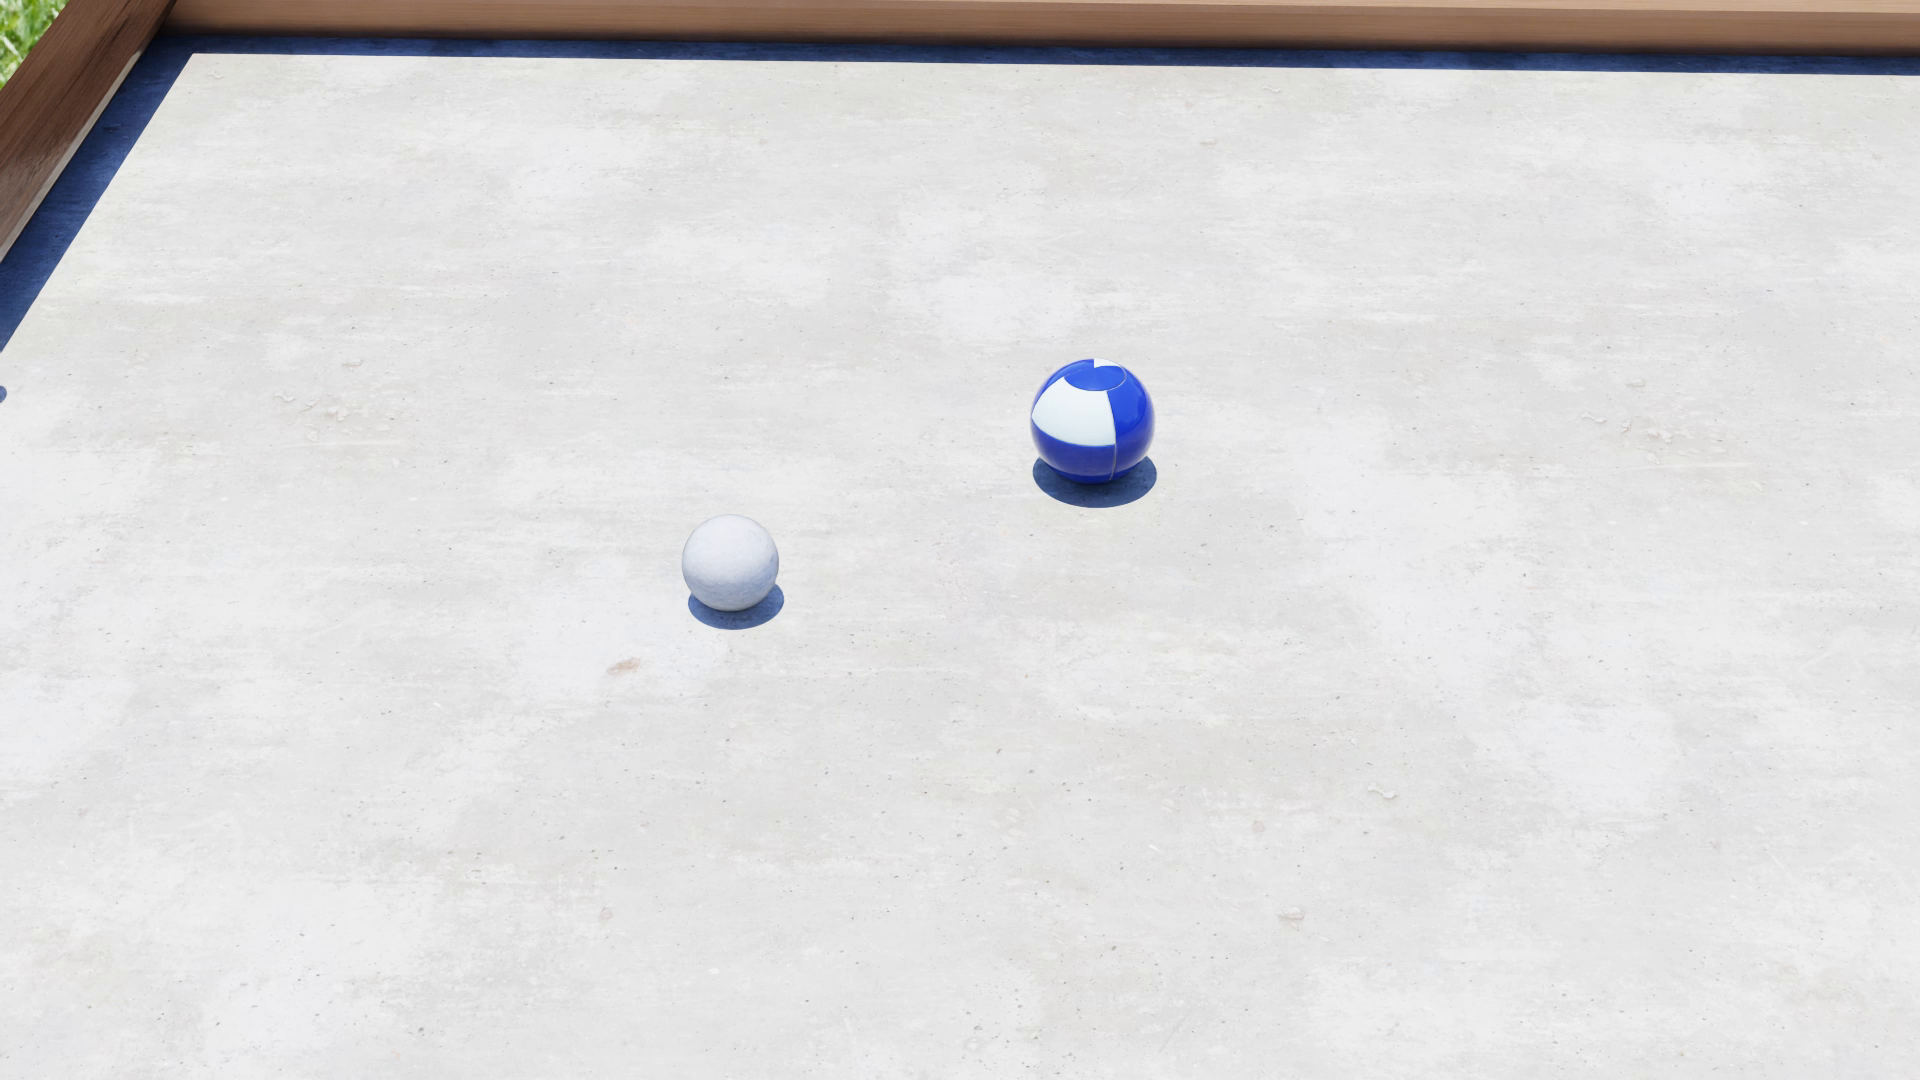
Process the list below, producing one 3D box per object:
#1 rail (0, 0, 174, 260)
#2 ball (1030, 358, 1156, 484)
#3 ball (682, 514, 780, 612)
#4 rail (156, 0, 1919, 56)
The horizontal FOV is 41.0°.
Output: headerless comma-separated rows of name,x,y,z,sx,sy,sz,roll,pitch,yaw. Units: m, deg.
rail,-0.791,-0.034,1.760,0.045,0.119,1.758,1,36,1
ball,0.096,-0.086,1.858,0.092,0.092,0.092,0,36,0
ball,-0.156,0.015,1.738,0.066,0.066,0.066,0,36,0
rail,0.840,-0.502,2.417,3.261,0.119,0.045,1,36,1
